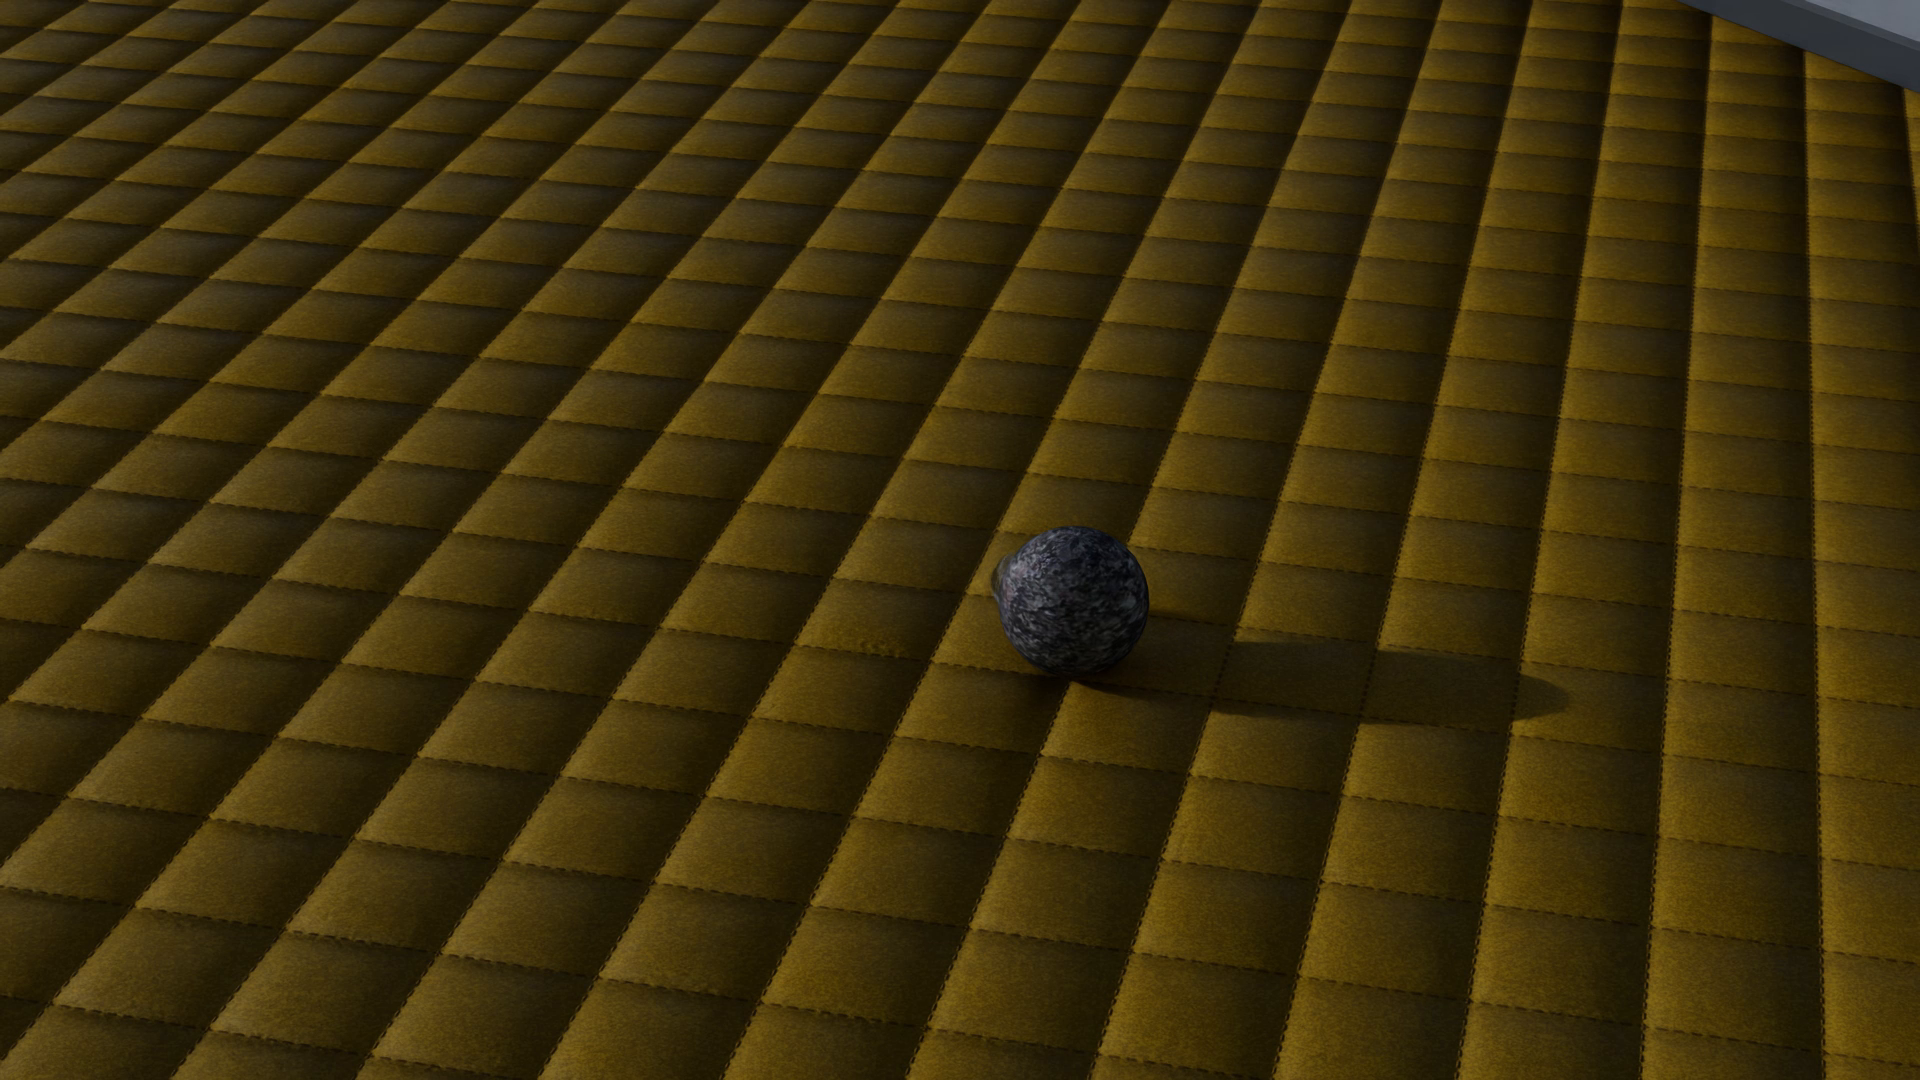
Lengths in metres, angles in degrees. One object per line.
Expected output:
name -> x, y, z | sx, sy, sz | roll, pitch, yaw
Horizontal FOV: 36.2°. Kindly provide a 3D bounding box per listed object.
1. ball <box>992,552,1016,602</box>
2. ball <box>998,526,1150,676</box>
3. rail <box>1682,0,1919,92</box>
ball -> 0.041, 0.027, 1.858 | 0.042, 0.042, 0.042 | 0, 28, 0
ball -> 0.069, 0.037, 1.787 | 0.092, 0.092, 0.092 | 0, 28, 0
rail -> 0.486, -0.763, 3.244 | 0.045, 0.119, 4.311 | -16, 32, -27
